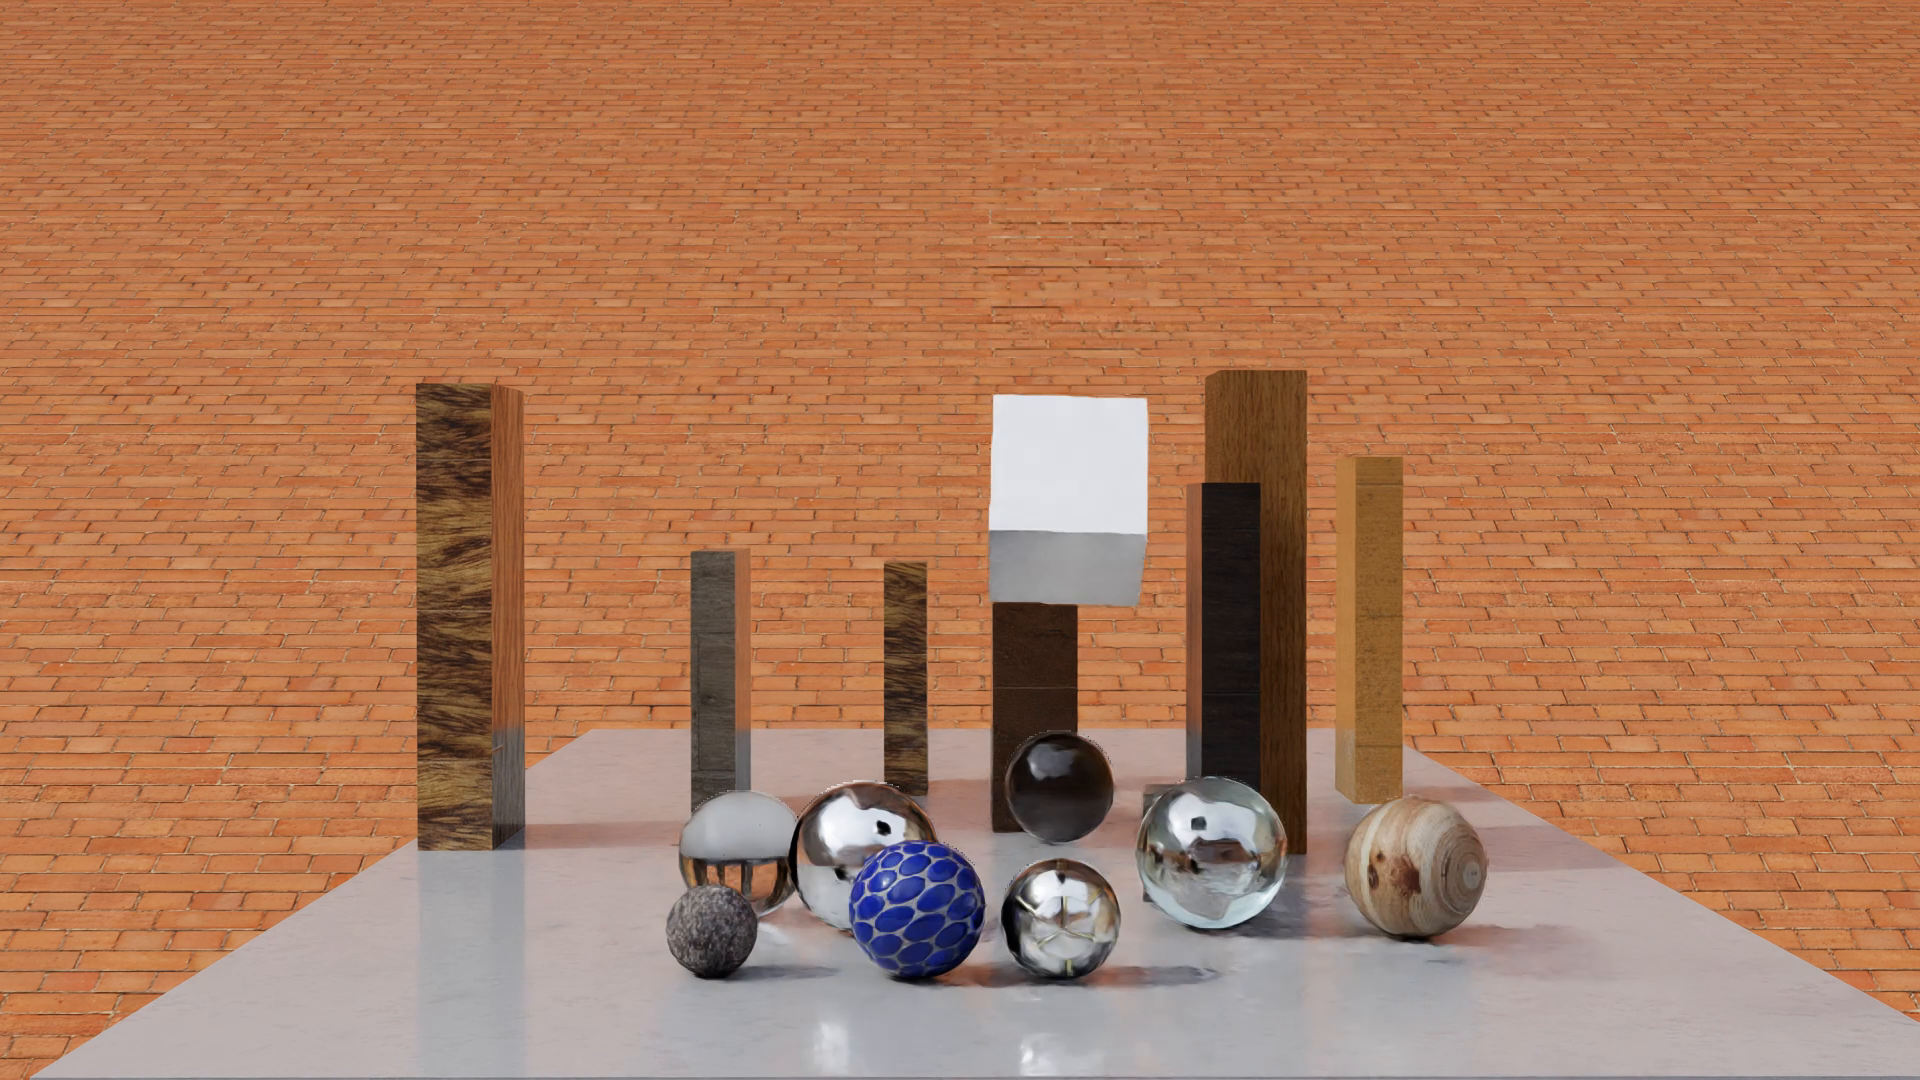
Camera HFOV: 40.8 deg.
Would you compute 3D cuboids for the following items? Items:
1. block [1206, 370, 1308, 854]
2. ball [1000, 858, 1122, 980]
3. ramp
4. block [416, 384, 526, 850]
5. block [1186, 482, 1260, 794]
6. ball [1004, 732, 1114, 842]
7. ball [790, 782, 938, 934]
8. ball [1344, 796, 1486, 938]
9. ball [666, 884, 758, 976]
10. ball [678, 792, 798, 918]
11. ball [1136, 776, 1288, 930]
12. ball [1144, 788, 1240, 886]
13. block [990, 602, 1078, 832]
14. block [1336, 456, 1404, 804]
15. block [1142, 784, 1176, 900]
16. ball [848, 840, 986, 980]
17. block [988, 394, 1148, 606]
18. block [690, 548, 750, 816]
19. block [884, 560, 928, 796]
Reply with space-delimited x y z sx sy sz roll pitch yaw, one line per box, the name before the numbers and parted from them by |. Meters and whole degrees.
block | 0.497 0.117 4.361 0.143 0.794 0.252 0 1 0
ball | 0.122 0.459 3.127 0.146 0.146 0.146 0 28 0
ramp | 0.062 0.561 4.599 2.000 0.100 4.000 0 1 0
block | -0.839 0.126 4.444 0.124 0.775 0.327 0 1 0
block | 0.415 0.214 4.091 0.090 0.607 0.271 0 1 0
ball | 0.169 0.420 4.388 0.187 0.187 0.187 0 28 0
ball | -0.128 0.426 3.461 0.202 0.202 0.202 0 28 0
ball | 0.603 0.434 3.422 0.187 0.187 0.187 0 28 0
ball | -0.303 0.476 3.154 0.111 0.111 0.111 0 28 0
ball | -0.301 0.437 3.580 0.177 0.177 0.177 0 28 0
ball | 0.340 0.423 3.491 0.206 0.206 0.206 0 28 0
ball | 0.329 0.421 3.662 0.137 0.137 0.137 0 28 0
block | 0.132 0.287 4.676 0.148 0.446 0.326 0 1 0
block | 0.802 0.171 5.068 0.091 0.664 0.252 0 1 0
block | 0.350 0.445 3.806 0.153 0.153 0.153 0 0 7
ball | -0.052 0.448 3.136 0.167 0.167 0.167 0 28 0
block | 0.128 -0.046 3.095 0.182 0.182 0.182 2 62 1
block | -0.449 0.263 4.866 0.080 0.489 0.352 0 1 0
block | -0.108 0.272 5.214 0.084 0.459 0.255 0 1 0
